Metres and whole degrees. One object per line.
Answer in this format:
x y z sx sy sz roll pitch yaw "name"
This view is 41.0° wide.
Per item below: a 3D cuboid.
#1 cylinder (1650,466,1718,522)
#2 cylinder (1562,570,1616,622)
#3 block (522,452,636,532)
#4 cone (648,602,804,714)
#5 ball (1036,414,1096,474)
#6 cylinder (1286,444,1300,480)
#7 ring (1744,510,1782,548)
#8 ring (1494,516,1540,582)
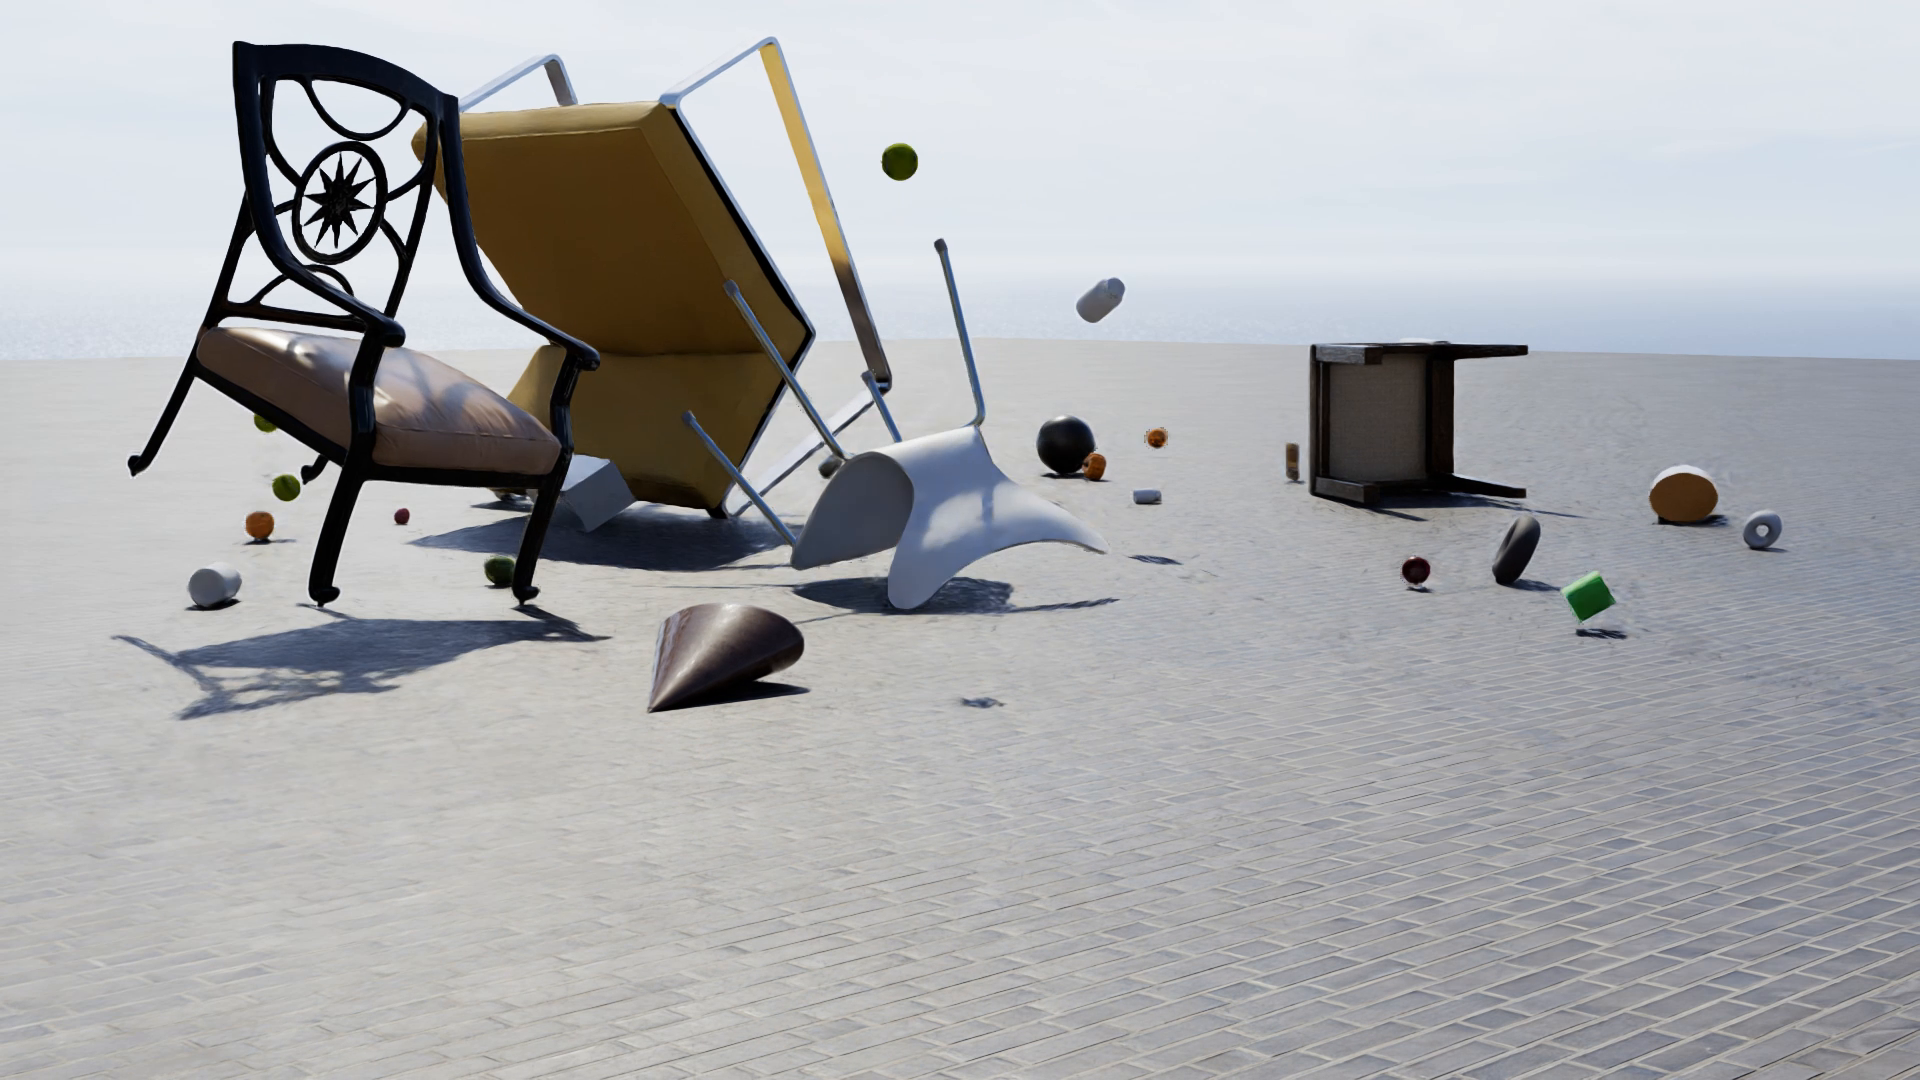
1.972 -0.127 6.992 0.173 0.133 0.290 -2 5 16 "cylinder"
1.173 0.105 4.786 0.073 0.070 0.096 -31 -18 11 "cylinder"
-1.005 -0.127 6.742 0.152 0.126 0.340 -35 21 -21 "block"
-0.423 0.213 4.023 0.260 0.132 0.337 1 17 17 "cone"
0.352 -0.319 8.550 0.197 0.197 0.197 0 6 0 "ball"
1.072 -0.252 8.257 0.044 0.095 0.081 -7 -26 22 "cylinder"
1.945 -0.027 6.219 0.083 0.101 0.057 40 32 7 "ring"
1.202 0.020 5.542 0.055 0.155 0.184 27 17 4 "ring"
